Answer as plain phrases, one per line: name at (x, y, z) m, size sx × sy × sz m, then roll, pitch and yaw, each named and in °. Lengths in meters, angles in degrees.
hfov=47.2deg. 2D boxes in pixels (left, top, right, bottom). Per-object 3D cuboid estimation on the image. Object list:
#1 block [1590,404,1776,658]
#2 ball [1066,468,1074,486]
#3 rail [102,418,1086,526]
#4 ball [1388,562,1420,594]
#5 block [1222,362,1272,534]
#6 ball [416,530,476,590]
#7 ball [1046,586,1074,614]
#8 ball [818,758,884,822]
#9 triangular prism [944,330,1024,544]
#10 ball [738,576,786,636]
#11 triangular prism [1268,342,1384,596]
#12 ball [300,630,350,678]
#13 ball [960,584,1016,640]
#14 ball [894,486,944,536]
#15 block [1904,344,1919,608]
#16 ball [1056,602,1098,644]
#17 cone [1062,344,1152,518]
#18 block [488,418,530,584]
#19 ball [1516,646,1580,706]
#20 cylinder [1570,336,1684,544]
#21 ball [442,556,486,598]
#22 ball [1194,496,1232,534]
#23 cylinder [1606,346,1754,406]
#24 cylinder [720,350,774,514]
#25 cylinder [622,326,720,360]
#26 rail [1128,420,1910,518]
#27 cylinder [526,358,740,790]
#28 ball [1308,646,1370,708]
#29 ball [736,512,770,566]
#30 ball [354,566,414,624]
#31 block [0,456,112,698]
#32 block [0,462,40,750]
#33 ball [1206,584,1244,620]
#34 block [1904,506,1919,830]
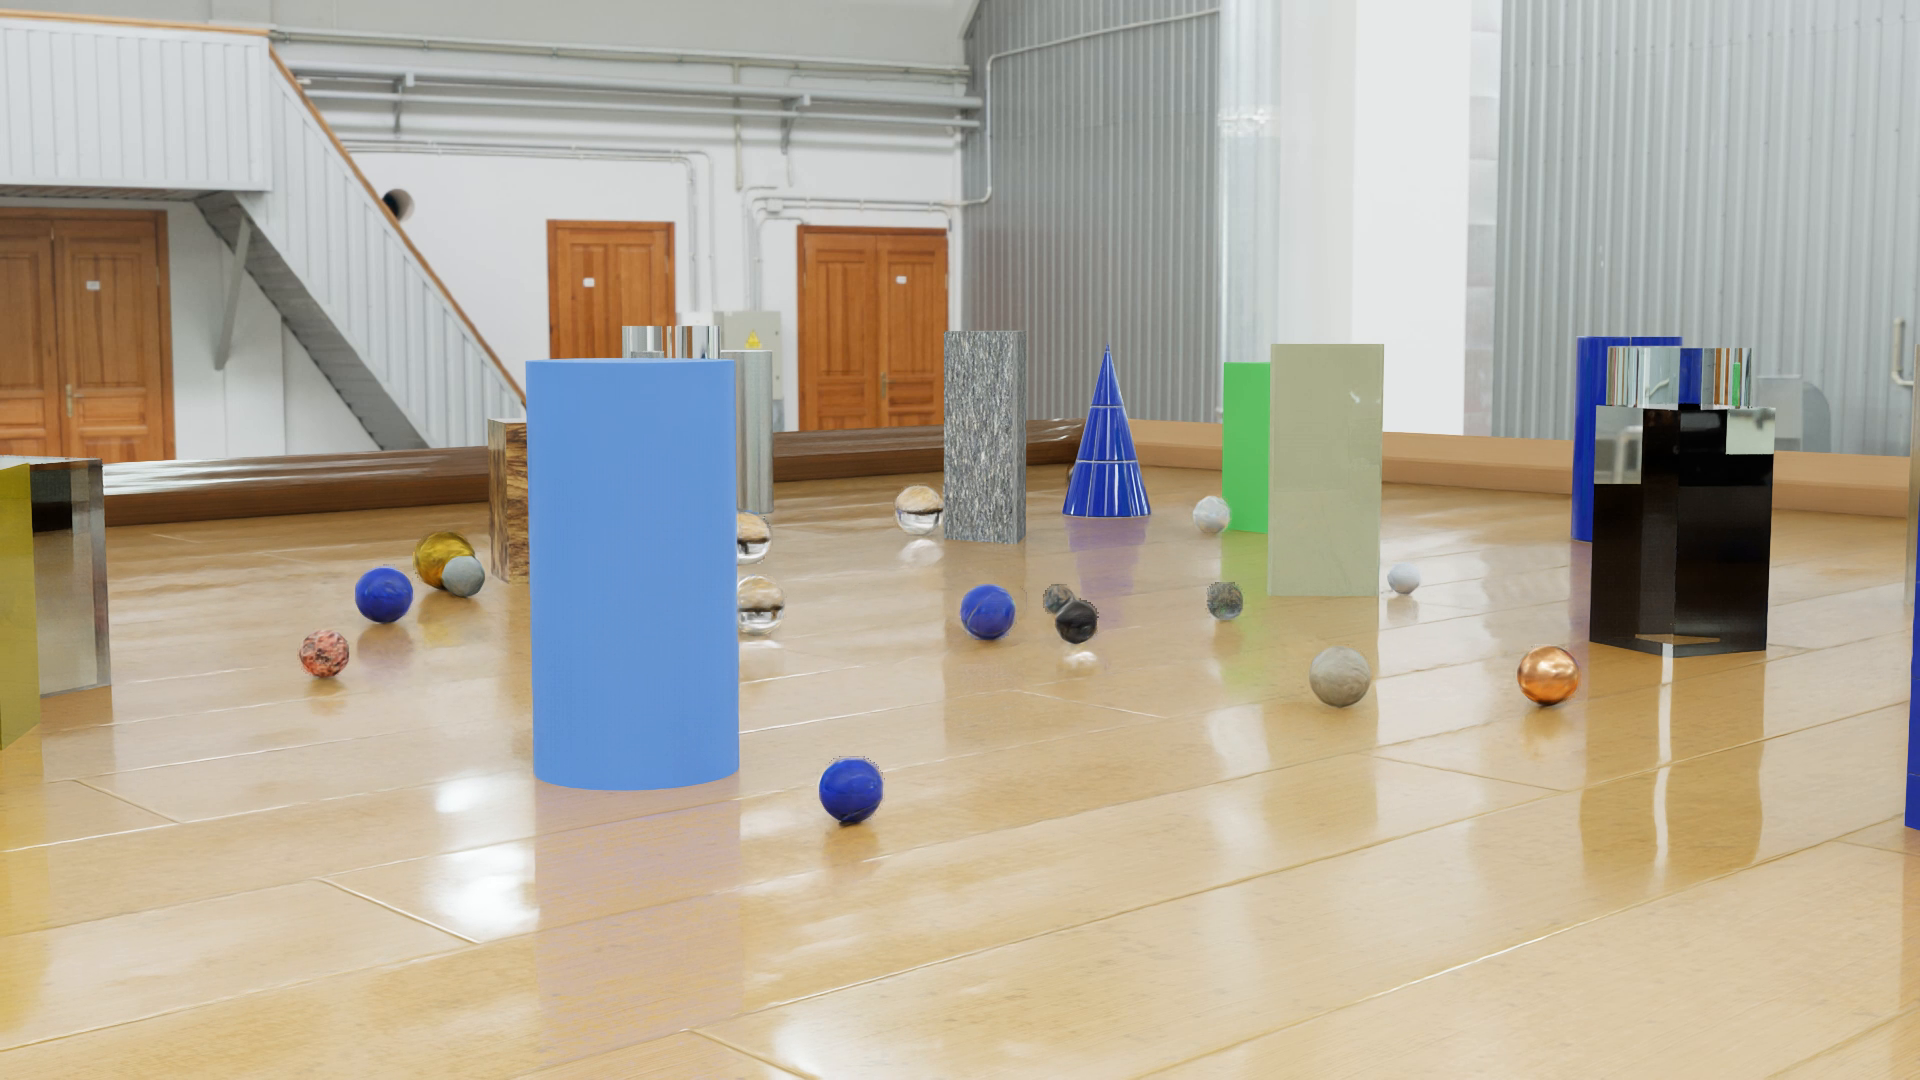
block at (0.955, -0.017, 2.916) m, size 0.159 × 0.319 × 0.159 m, roll -3°, pitch 7°, yaw -24°
ball at (0.293, -0.146, 5.370) m, size 0.067 × 0.067 × 0.067 m, roll 0°, pitch 6°, yaw 0°
rail at (-1.402, -0.124, 4.843) m, size 4.937 × 0.129 × 0.045 m, roll -5°, pitch 8°, yaw -42°
ball at (0.699, 0.060, 3.463) m, size 0.051 × 0.051 × 0.051 m, roll 0°, pitch 6°, yaw 0°
block at (0.649, -0.192, 4.487) m, size 0.159 × 0.340 × 0.159 m, roll -4°, pitch 7°, yaw -35°
ball at (-0.823, 0.033, 3.516) m, size 0.095 × 0.095 × 0.095 m, roll 0°, pitch 6°, yaw 0°
ball at (0.146, 0.089, 3.226) m, size 0.043 × 0.043 × 0.043 m, roll 0°, pitch 6°, yaw 0°
ball at (-0.095, 0.218, 1.919) m, size 0.057 × 0.057 × 0.057 m, roll 0°, pitch 6°, yaw 0°
triangular prism at (0.082, -0.205, 4.300) m, size 0.172 × 0.405 × 0.149 m, roll 5°, pitch 7°, yaw 37°
ball at (-0.281, 0.090, 3.028) m, size 0.082 × 0.082 × 0.082 m, roll 0°, pitch 6°, yaw 0°
triangular prism at (0.572, -0.116, 3.505) m, size 0.172 × 0.394 × 0.149 m, roll 0°, pitch 6°, yaw 1°
ball at (-0.774, 0.138, 2.678) m, size 0.059 × 0.059 × 0.059 m, roll 0°, pitch 6°, yaw 0°
ball at (0.038, 0.097, 2.983) m, size 0.076 × 0.076 × 0.076 m, roll 0°, pitch 6°, yaw 0°
ball at (-0.082, -0.059, 4.375) m, size 0.099 × 0.099 × 0.099 m, roll 0°, pitch 6°, yaw 0°
block at (1.518, -0.094, 3.290) m, size 0.159 × 0.394 × 0.159 m, roll 2°, pitch 6°, yaw 15°
ball at (0.157, 0.111, 2.950) m, size 0.057 × 0.057 × 0.057 m, roll 0°, pitch 6°, yaw 0°
cone at (0.323, -0.245, 4.822) m, size 0.199 × 0.377 × 0.199 m, roll 0°, pitch 6°, yaw 0°
block at (-0.692, -0.069, 3.675) m, size 0.159 × 0.264 × 0.159 m, roll -2°, pitch 6°, yaw -22°
ball at (0.665, 0.153, 2.487) m, size 0.068 × 0.068 × 0.068 m, roll 0°, pitch 6°, yaw 0°
cylinder at (1.294, -0.197, 4.268) m, size 0.199 × 0.396 × 0.199 m, roll 0°, pitch 6°, yaw 0°
ball at (-0.774, 0.057, 3.427) m, size 0.066 × 0.066 × 0.066 m, roll 0°, pitch 6°, yaw 0°
ball at (0.505, -0.050, 4.400) m, size 0.075 × 0.075 × 0.075 m, roll 0°, pitch 6°, yaw 0°
cylinder at (1.024, -0.079, 3.146) m, size 0.199 × 0.393 × 0.199 m, roll 0°, pitch 6°, yaw 0°
cylinder at (-0.513, -0.240, 4.868) m, size 0.199 × 0.356 × 0.199 m, roll 0°, pitch 6°, yaw 0°
cylinder at (-0.584, -0.228, 4.473) m, size 0.199 × 0.414 × 0.199 m, roll 0°, pitch 6°, yaw 0°
rail at (1.797, -0.138, 4.981) m, size 0.045 × 0.129 × 4.183 m, roll -5°, pitch 8°, yaw -42°
cylinder at (-0.315, 0.026, 2.125) m, size 0.199 × 0.397 × 0.199 m, roll 0°, pitch 6°, yaw 0°
ball at (0.427, 0.154, 2.476) m, size 0.069 × 0.069 × 0.069 m, roll 0°, pitch 6°, yaw 0°
ball at (-0.379, -0.002, 3.861) m, size 0.093 × 0.093 × 0.093 m, roll 0°, pitch 6°, yaw 0°
ball at (-0.823, 0.078, 3.142) m, size 0.082 × 0.082 × 0.082 m, roll 0°, pitch 6°, yaw 0°
block at (-1.119, 0.043, 2.574) m, size 0.159 × 0.270 × 0.159 m, roll 3°, pitch 7°, yaw 25°
block at (-1.065, 0.067, 2.285) m, size 0.159 × 0.283 × 0.159 m, roll -1°, pitch 6°, yaw -9°
ball at (0.382, 0.089, 3.169) m, size 0.054 × 0.054 × 0.054 m, roll 0°, pitch 6°, yaw 0°
block at (0.917, 0.075, 1.834) m, size 0.159 × 0.360 × 0.159 m, roll -2°, pitch 6°, yaw -15°
